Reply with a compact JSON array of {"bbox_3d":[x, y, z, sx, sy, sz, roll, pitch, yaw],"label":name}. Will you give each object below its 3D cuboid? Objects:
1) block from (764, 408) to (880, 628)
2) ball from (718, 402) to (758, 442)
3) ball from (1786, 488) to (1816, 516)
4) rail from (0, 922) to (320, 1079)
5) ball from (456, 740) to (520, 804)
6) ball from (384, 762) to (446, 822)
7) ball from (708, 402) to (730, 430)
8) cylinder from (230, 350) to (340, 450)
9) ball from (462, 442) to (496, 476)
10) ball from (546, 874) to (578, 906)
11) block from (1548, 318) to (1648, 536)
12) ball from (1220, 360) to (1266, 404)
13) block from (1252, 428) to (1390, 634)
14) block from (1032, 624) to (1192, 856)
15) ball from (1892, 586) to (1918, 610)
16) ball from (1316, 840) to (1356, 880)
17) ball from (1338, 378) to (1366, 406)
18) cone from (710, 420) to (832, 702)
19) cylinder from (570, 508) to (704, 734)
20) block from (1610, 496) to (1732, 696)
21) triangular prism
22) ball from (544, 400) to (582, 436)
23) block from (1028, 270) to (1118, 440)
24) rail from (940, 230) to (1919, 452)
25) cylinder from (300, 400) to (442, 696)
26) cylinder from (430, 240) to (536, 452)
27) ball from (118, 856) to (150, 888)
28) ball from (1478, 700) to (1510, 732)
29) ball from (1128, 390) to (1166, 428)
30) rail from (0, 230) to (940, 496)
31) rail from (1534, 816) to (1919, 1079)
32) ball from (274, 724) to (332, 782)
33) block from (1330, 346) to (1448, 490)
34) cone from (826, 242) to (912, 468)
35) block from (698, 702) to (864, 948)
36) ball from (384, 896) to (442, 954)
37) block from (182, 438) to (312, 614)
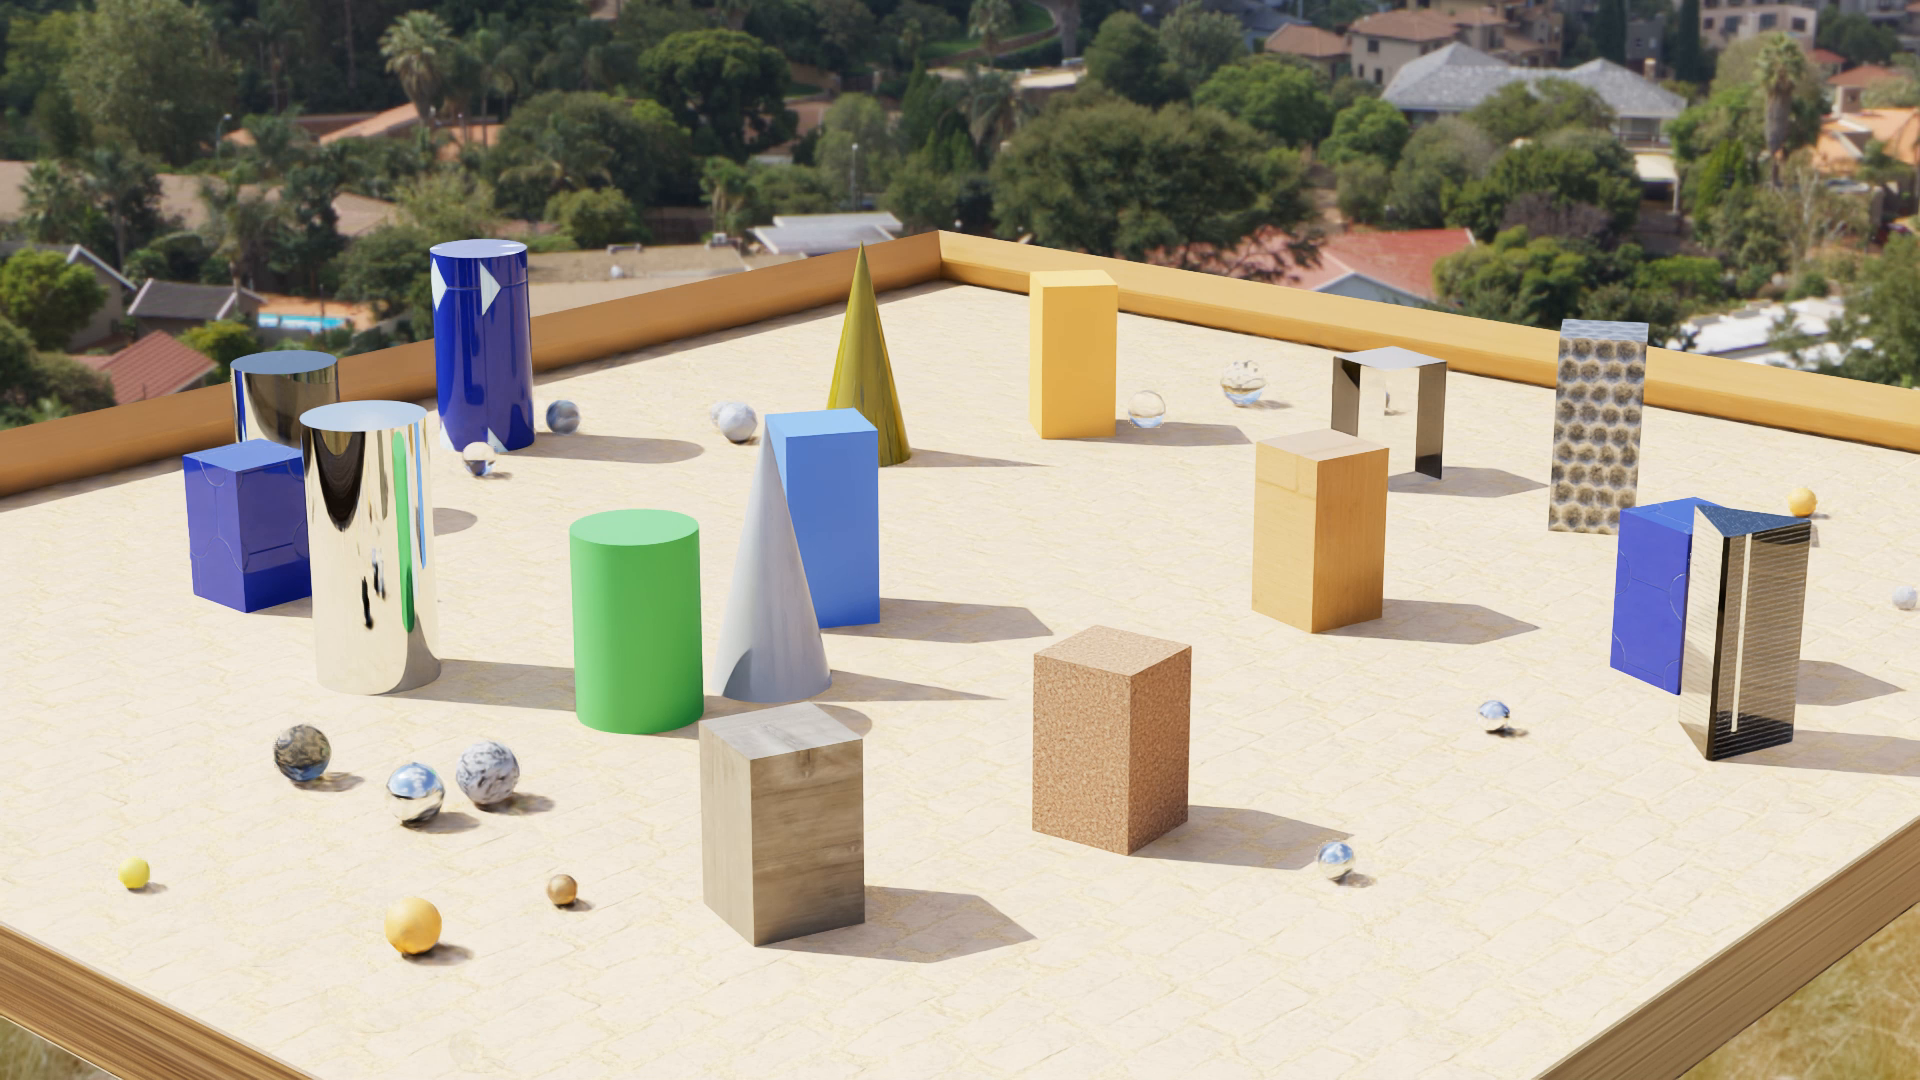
[{"bbox_3d":[-0.235,-0.036,4.987,0.158,0.338,0.158,-5,17,-16],"label":"block"},{"bbox_3d":[-0.465,-0.247,6.130,0.082,0.082,0.082,0,17,0],"label":"ball"},{"bbox_3d":[1.608,-0.073,5.599,0.055,0.055,0.055,0,17,0],"label":"ball"},{"bbox_3d":[-1.308,0.467,3.678,3.651,0.128,0.045,14,22,39],"label":"rail"},{"bbox_3d":[-0.676,0.332,4.193,0.090,0.090,0.090,0,17,0],"label":"ball"},{"bbox_3d":[-0.767,0.356,4.126,0.085,0.085,0.085,0,17,0],"label":"ball"},{"bbox_3d":[-0.502,-0.262,6.217,0.061,0.061,0.061,0,17,0],"label":"ball"},{"bbox_3d":[-1.277,-0.194,5.579,0.198,0.298,0.198,0,17,0],"label":"cylinder"},{"bbox_3d":[-0.964,-0.163,5.874,0.069,0.069,0.069,0,17,0],"label":"ball"},{"bbox_3d":[-0.523,0.460,3.855,0.042,0.042,0.042,0,17,0],"label":"ball"},{"bbox_3d":[1.200,-0.212,5.511,0.158,0.373,0.158,4,17,13],"label":"block"},{"bbox_3d":[0.621,-0.346,6.431,0.099,0.099,0.099,0,17,0],"label":"ball"},{"bbox_3d":[0.612,-0.018,4.989,0.158,0.301,0.158,-11,20,-32],"label":"block"},{"bbox_3d":[0.211,0.276,4.082,0.158,0.261,0.158,12,20,34],"label":"block"},{"bbox_3d":[1.626,0.099,5.048,0.043,0.043,0.043,0,17,0],"label":"ball"},{"bbox_3d":[0.505,0.430,3.935,0.052,0.052,0.052,0,17,0],"label":"ball"},{"bbox_3d":[0.860,-0.324,6.424,0.060,0.060,0.060,0,17,0],"label":"ball"},{"bbox_3d":[-0.303,0.018,4.635,0.198,0.437,0.198,0,17,0],"label":"cone"},{"bbox_3d":[-0.497,0.124,4.520,0.198,0.301,0.198,0,17,0],"label":"cylinder"},{"bbox_3d":[1.164,0.088,4.700,0.158,0.266,0.158,-9,19,-28],"label":"block"},{"bbox_3d":[1.150,0.131,4.412,0.171,0.348,0.148,-10,19,-29],"label":"triangular prism"},{"bbox_3d":[-0.836,-0.258,6.177,0.077,0.077,0.077,0,17,0],"label":"ball"},{"bbox_3d":[0.238,-0.393,6.194,0.158,0.325,0.158,-2,17,-8],"label":"block"},{"bbox_3d":[1.308,-0.402,6.562,3.651,0.128,0.045,14,22,39],"label":"rail"},{"bbox_3d":[-0.937,0.011,4.670,0.198,0.431,0.198,0,17,0],"label":"cylinder"},{"bbox_3d":[-0.989,-0.403,6.079,0.198,0.410,0.198,0,17,0],"label":"cylinder"},{"bbox_3d":[-1.100,0.444,3.907,0.043,0.043,0.043,0,17,0],"label":"ball"},{"bbox_3d":[0.815,0.268,4.475,0.050,0.050,0.050,0,17,0],"label":"ball"},{"bbox_3d":[0.397,-0.278,6.236,0.081,0.081,0.081,0,17,0],"label":"ball"},{"bbox_3d":[-1.361,-0.309,6.251,0.045,0.128,4.037,14,22,39],"label":"rail"},{"bbox_3d":[1.361,0.373,3.989,0.045,0.128,4.037,14,22,39],"label":"rail"},{"bbox_3d":[-0.959,0.311,4.277,0.083,0.083,0.083,0,17,0],"label":"ball"},{"bbox_3d":[0.851,-0.243,5.838,0.158,0.243,0.158,-11,20,-32],"label":"block"},{"bbox_3d":[-0.198,-0.391,5.965,0.198,0.452,0.198,0,17,0],"label":"cone"},{"bbox_3d":[-0.231,0.365,3.798,0.158,0.255,0.158,-9,19,-27],"label":"block"},{"bbox_3d":[-0.691,0.488,3.707,0.073,0.073,0.073,0,17,0],"label":"ball"},{"bbox_3d":[-1.231,-0.027,5.104,0.158,0.253,0.158,15,22,40],"label":"block"}]
